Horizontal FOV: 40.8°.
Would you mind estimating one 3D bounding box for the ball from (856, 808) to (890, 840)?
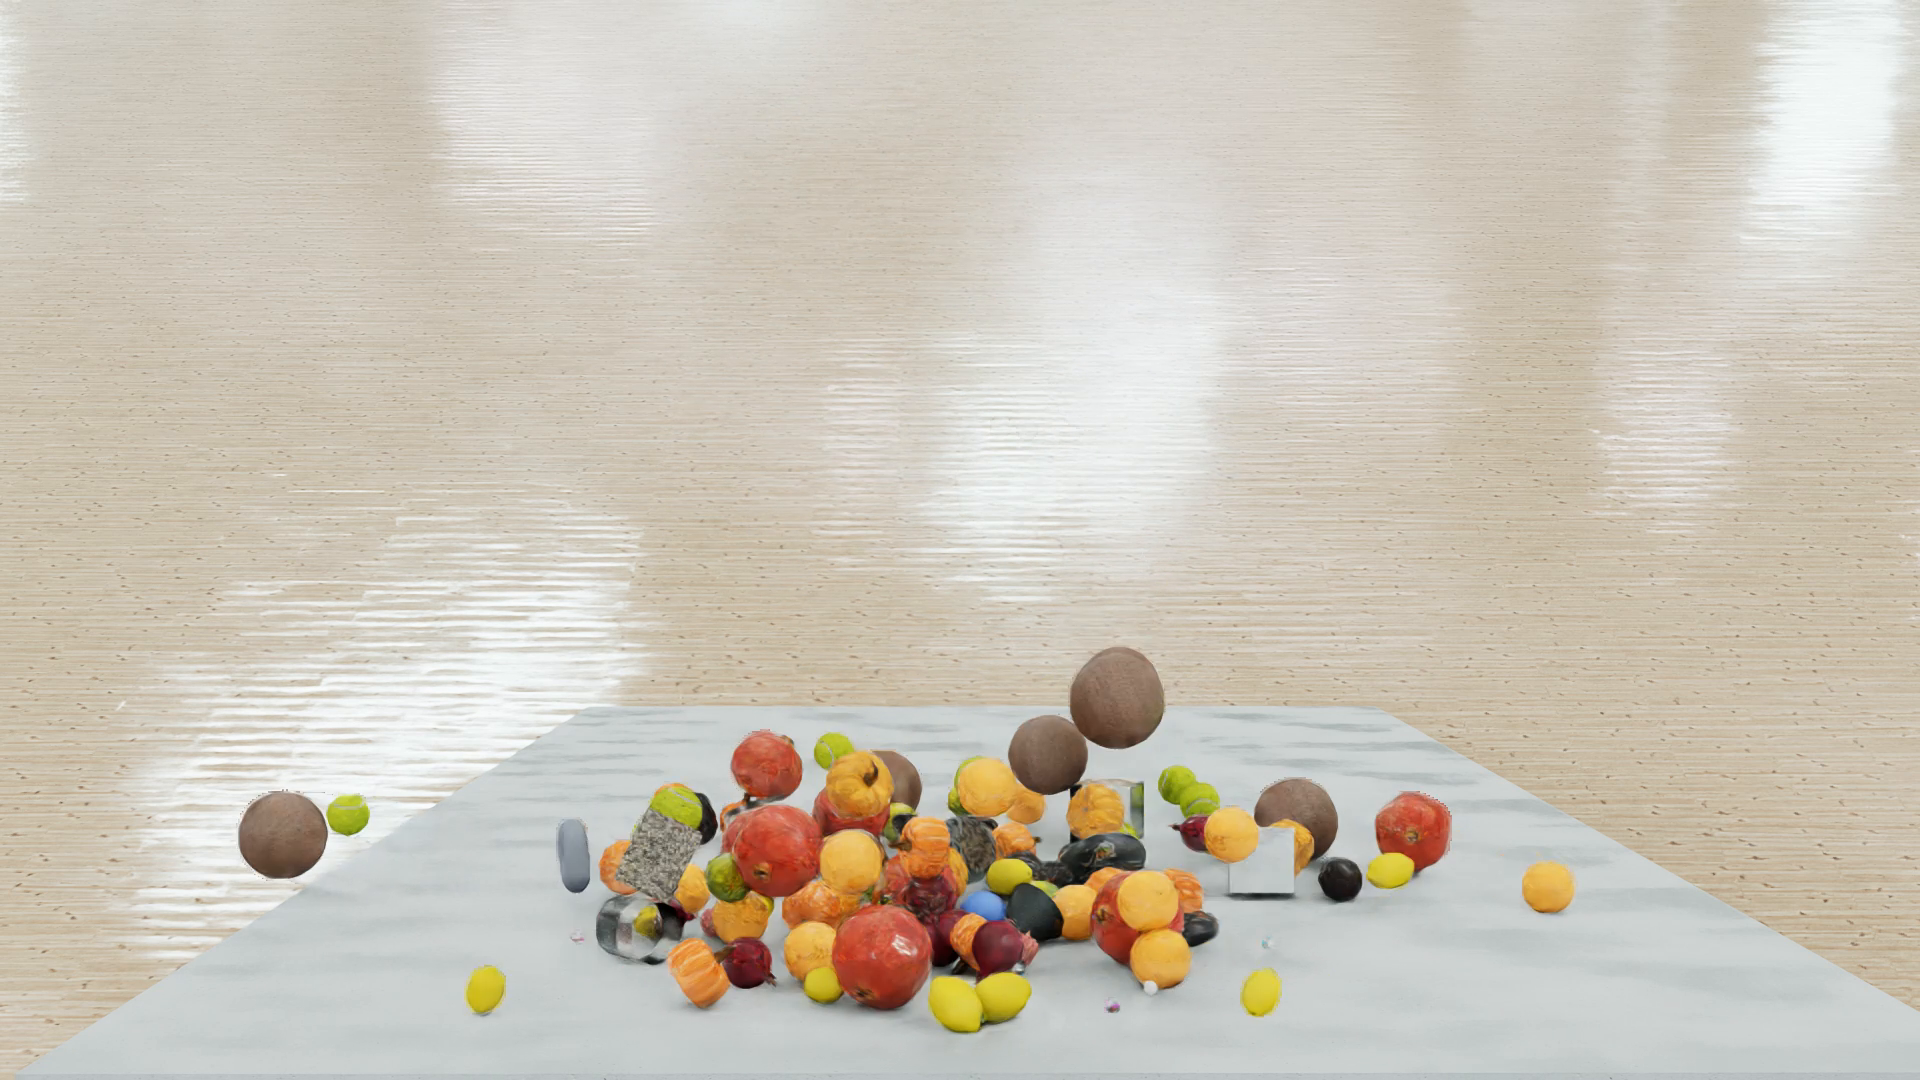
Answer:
[{"bbox_3d":[-0.140,0.459,4.155,0.056,0.056,0.056,0,26,0],"label":"ball"}]

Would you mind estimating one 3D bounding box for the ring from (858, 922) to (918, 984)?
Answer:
[{"bbox_3d":[-0.084,0.476,2.974,0.078,0.078,0.026,-17,30,-31],"label":"ring"}]

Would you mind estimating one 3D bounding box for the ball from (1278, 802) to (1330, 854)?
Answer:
[{"bbox_3d":[0.537,0.450,4.033,0.081,0.081,0.081,0,26,0],"label":"ball"}]

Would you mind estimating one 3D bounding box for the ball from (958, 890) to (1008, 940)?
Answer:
[{"bbox_3d":[0.030,0.479,3.294,0.062,0.062,0.062,0,26,0],"label":"ball"}]

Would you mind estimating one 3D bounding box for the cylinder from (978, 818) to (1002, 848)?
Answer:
[{"bbox_3d":[0.024,0.459,3.998,0.057,0.057,0.057,17,6,32],"label":"cylinder"}]

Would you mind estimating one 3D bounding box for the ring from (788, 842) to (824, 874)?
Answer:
[{"bbox_3d":[-0.202,0.476,3.866,0.117,0.039,0.117,-1,1,0],"label":"ring"}]

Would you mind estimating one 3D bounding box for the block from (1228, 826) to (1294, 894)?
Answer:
[{"bbox_3d":[0.424,0.451,3.641,0.090,0.090,0.090,0,-5,4],"label":"block"}]

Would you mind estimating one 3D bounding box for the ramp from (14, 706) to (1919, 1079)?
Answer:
[{"bbox_3d":[0.058,0.526,4.564,2.000,0.100,4.000,0,2,0],"label":"ramp"}]

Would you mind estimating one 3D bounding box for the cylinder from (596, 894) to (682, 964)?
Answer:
[{"bbox_3d":[-0.394,0.477,3.157,0.076,0.076,0.076,-23,17,-40],"label":"cylinder"}]

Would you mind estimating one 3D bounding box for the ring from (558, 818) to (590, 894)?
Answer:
[{"bbox_3d":[-0.531,0.435,3.550,0.034,0.103,0.103,-4,26,-15],"label":"ring"}]

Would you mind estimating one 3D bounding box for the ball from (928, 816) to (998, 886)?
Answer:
[{"bbox_3d":[0.003,0.429,3.560,0.096,0.096,0.096,0,26,0],"label":"ball"}]

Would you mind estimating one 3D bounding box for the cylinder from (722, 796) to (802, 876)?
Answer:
[{"bbox_3d":[-0.290,0.436,3.794,0.093,0.093,0.093,-19,-14,-5],"label":"cylinder"}]

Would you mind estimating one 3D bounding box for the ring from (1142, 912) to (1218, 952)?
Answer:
[{"bbox_3d":[0.276,0.489,3.223,0.098,0.033,0.098,-12,1,0],"label":"ring"}]

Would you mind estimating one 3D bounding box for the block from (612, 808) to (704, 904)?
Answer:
[{"bbox_3d":[-0.369,0.387,3.159,0.075,0.075,0.075,26,12,-2],"label":"block"}]

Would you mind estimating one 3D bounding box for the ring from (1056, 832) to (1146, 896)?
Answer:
[{"bbox_3d":[0.197,0.454,3.609,0.131,0.131,0.044,-7,54,-15],"label":"ring"}]

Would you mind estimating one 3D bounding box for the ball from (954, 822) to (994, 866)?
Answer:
[{"bbox_3d":[0.016,0.460,3.902,0.067,0.067,0.067,0,26,0],"label":"ball"}]

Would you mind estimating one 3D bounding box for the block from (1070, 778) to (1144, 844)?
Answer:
[{"bbox_3d":[0.238,0.440,4.167,0.095,0.095,0.095,0,2,19],"label":"block"}]

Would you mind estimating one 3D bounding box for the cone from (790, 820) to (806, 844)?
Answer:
[{"bbox_3d":[-0.274,0.447,3.995,0.078,0.078,0.078,-7,-5,-1],"label":"cone"}]

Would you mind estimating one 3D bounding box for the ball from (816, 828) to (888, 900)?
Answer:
[{"bbox_3d":[-0.150,0.452,3.601,0.100,0.100,0.100,0,26,0],"label":"ball"}]
